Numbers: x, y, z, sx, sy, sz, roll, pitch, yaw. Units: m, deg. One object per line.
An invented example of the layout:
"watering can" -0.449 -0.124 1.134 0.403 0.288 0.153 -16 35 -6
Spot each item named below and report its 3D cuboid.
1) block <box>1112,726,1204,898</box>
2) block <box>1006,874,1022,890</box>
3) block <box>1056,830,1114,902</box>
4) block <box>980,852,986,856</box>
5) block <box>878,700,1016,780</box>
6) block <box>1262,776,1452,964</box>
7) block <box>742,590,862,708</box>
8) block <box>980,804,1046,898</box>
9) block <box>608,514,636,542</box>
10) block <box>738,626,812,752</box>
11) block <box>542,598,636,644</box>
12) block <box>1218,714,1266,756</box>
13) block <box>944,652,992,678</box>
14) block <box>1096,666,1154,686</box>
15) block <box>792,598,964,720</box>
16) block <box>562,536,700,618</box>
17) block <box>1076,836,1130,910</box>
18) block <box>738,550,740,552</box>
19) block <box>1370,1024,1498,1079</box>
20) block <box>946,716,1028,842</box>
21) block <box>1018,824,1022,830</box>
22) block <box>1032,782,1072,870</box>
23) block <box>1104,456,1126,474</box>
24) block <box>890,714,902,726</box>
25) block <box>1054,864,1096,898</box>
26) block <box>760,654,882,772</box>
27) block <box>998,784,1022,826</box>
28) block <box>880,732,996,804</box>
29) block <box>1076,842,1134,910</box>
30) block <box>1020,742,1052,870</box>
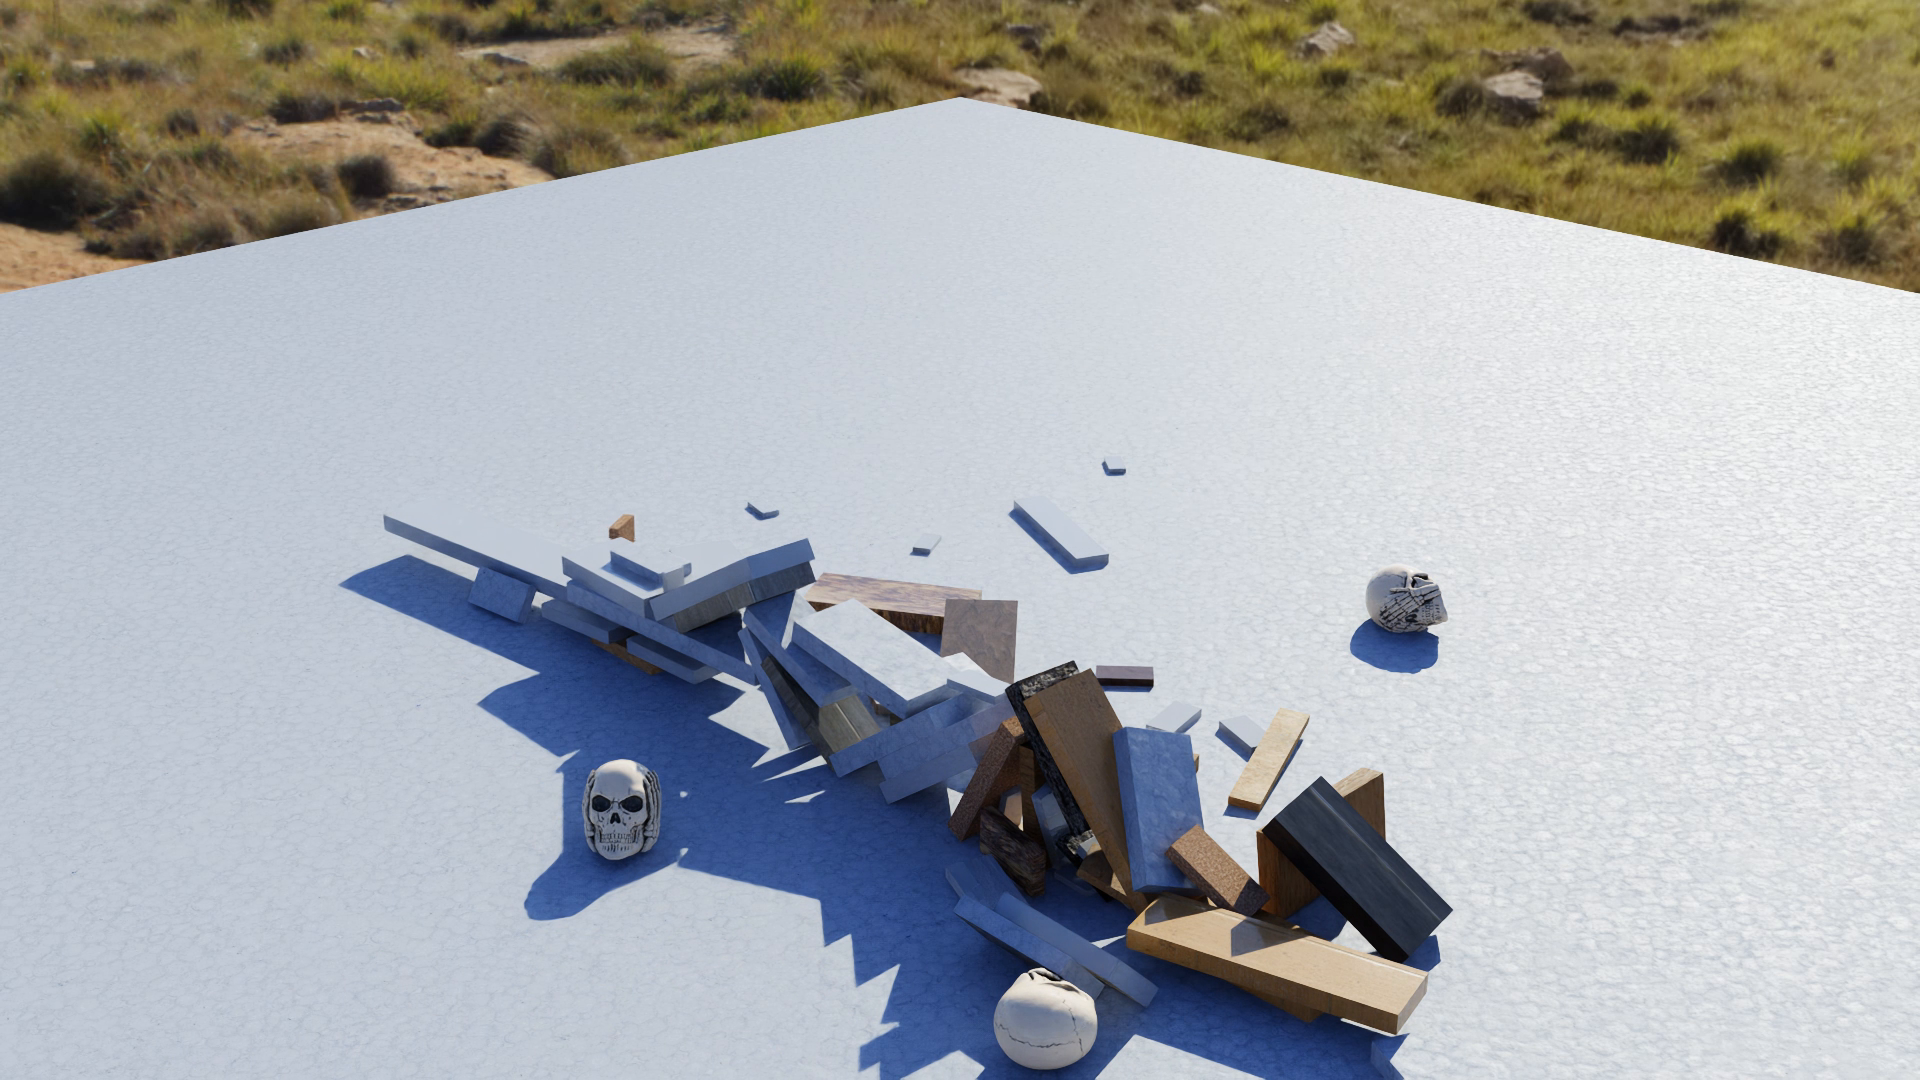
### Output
"block" 0.378 0.507 4.111 0.153 0.307 0.043 10 -29 -31
"block" 0.076 0.651 4.211 0.093 0.013 0.046 3 23 6
"block" 0.261 0.616 4.198 0.076 0.022 0.152 -21 57 -40
"block" 0.101 0.613 4.295 0.113 0.016 0.057 -14 26 -29
"block" -0.010 0.394 4.404 0.162 0.046 0.323 -21 -6 -41
"block" 0.728 0.605 4.026 0.340 0.048 0.170 46 45 13
"block" -0.322 0.229 4.670 0.140 0.040 0.280 -19 53 -41
"block" 0.100 0.594 4.202 0.027 0.095 0.190 -13 28 -28
"block" -0.831 0.040 5.427 0.026 0.186 0.093 6 24 14
"block" -0.359 0.301 4.733 0.140 0.280 0.040 -18 -10 -42
"block" -0.867 0.180 5.207 0.239 0.034 0.120 18 29 37
"block" 0.622 0.420 4.746 0.067 0.019 0.134 -10 25 -22
"block" 0.032 0.367 4.754 0.170 0.048 0.340 -13 36 -34
"block" 0.375 0.309 5.008 0.130 0.018 0.065 1 23 3
"block" -0.171 0.245 4.590 0.346 0.049 0.173 32 36 34
"block" -0.758 0.084 5.093 0.167 0.047 0.334 -20 30 -38
"block" 0.298 0.625 4.171 0.076 0.022 0.152 -23 60 -41
"block" -0.591 0.095 5.479 0.156 0.044 0.312 -10 25 -23
"block" 0.805 0.901 3.583 0.145 0.041 0.290 -8 24 -17
"block" 0.098 0.449 4.308 0.162 0.323 0.046 -21 58 -40
"block" 0.135 0.575 4.350 0.057 0.016 0.113 2 11 44
"block" 0.196 0.540 4.232 0.026 0.182 0.091 17 44 43
"block" 0.440 -0.214 6.248 0.049 0.014 0.097 -2 23 -5
"block" -0.103 0.389 4.825 0.101 0.014 0.050 0 23 -1
"block" 0.228 0.651 4.209 0.046 0.013 0.093 -18 29 -36
"block" -0.289 0.346 4.675 0.140 0.040 0.280 -24 73 -43
"block" 0.099 0.539 4.344 0.057 0.113 0.016 -21 42 -40
"block" -0.008 0.445 4.419 0.162 0.046 0.323 -21 -6 -40
"block" 0.300 0.636 4.127 0.152 0.022 0.076 30 41 5
"block" 0.179 0.499 4.247 0.131 0.263 0.037 -21 27 -40
